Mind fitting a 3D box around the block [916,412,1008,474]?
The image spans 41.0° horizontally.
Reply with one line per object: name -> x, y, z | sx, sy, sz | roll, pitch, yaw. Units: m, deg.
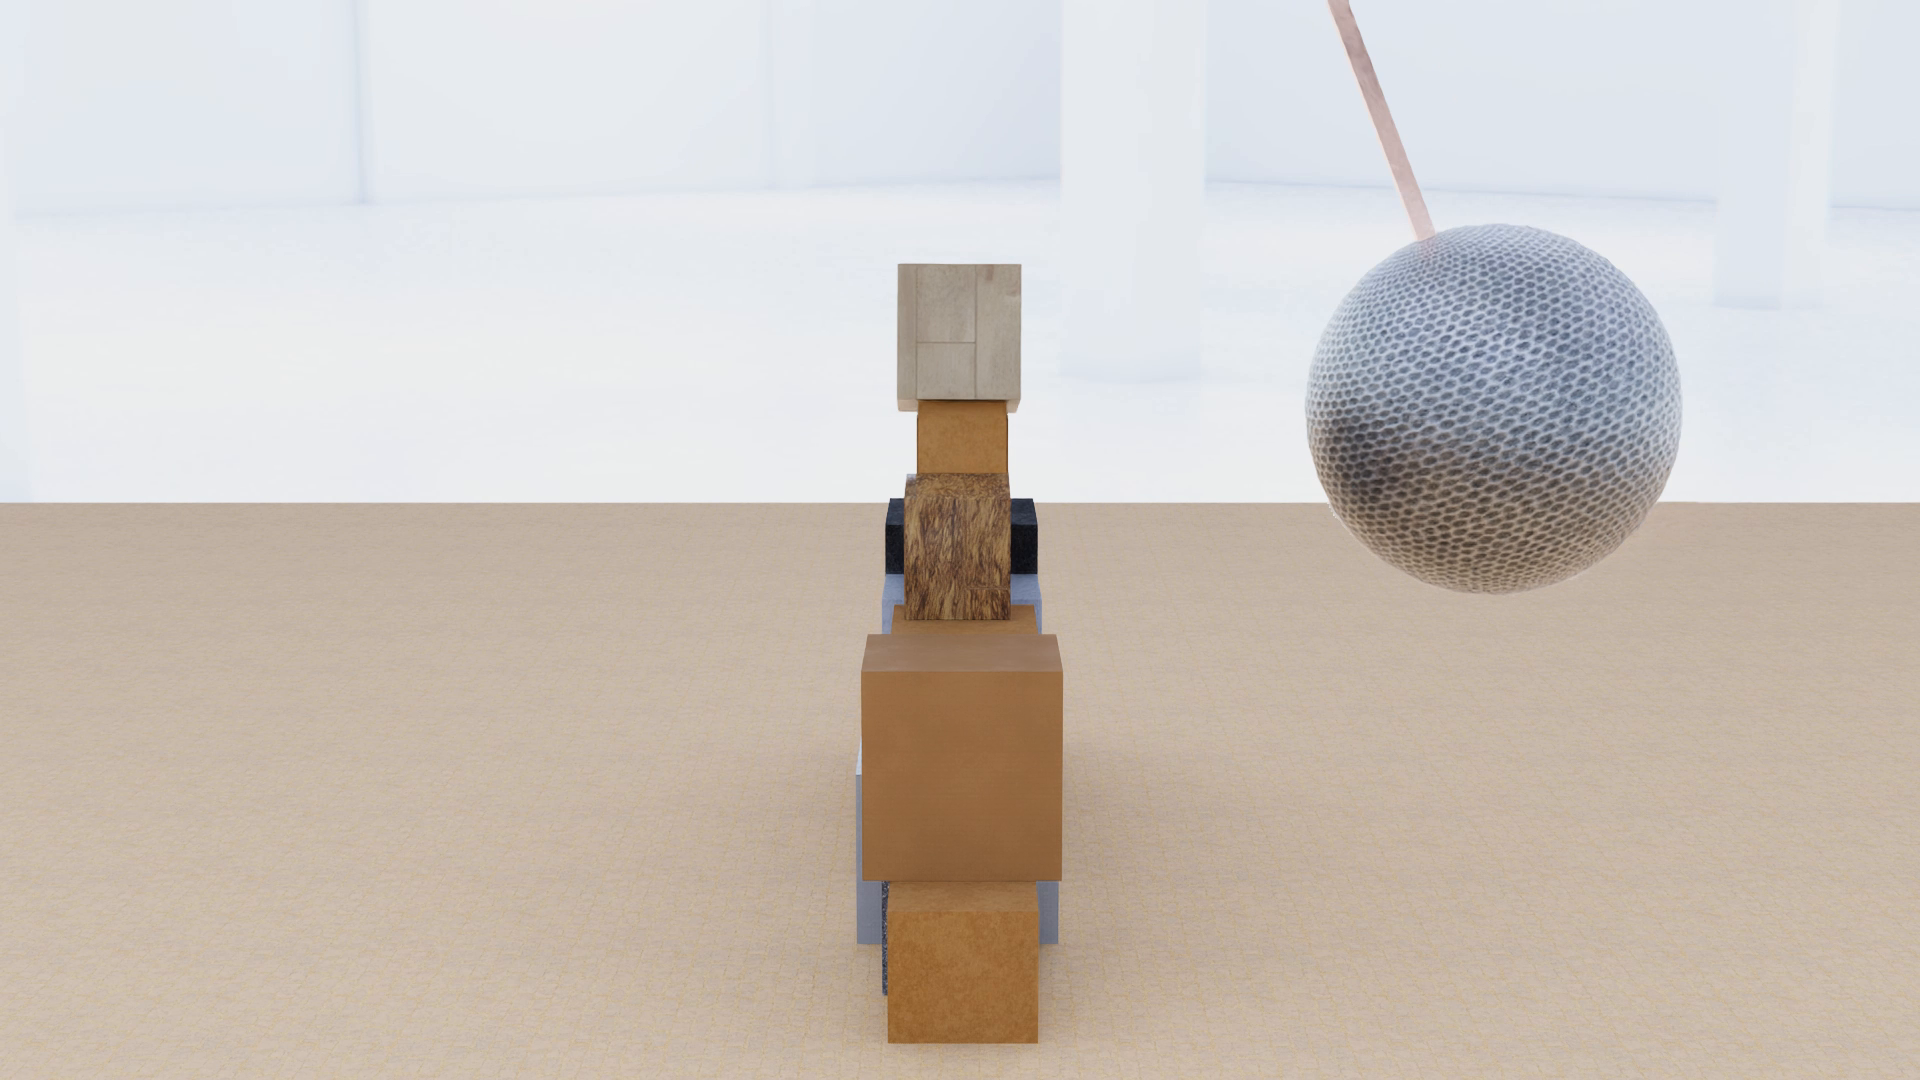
block -> 0.010, -0.325, 11.608 | 0.409, 0.485, 0.382 | 0, 10, 0

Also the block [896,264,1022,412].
block -> -0.008, -0.874, 11.209 | 0.529, 0.579, 0.588 | 0, -3, -1

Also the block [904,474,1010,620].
block -> -0.010, 0.023, 10.789 | 0.438, 0.511, 0.515 | 0, 13, 0

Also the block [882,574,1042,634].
block -> 0.008, 0.489, 11.298 | 0.683, 0.576, 0.666 | 0, 9, 0

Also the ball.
ball -> 2.295, -0.562, 11.078 | 1.600, 1.600, 1.600 | 0, 10, 0

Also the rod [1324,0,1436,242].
rod -> 0.994, -3.653, 10.516 | 0.080, 5.200, 0.080 | -22, 10, 4

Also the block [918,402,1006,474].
block -> 0.010, -0.430, 11.172 | 0.376, 0.309, 0.373 | 0, -3, 0

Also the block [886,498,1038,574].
block -> 0.007, 0.264, 12.001 | 0.688, 0.811, 0.780 | 0, 10, 0

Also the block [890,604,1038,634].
block -> 0.018, 0.612, 10.622 | 0.594, 0.563, 0.681 | 0, 10, 0

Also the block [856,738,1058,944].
block -> -0.009, 1.225, 10.824 | 0.824, 0.716, 0.818 | 0, 10, 0

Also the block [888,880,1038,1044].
block -> 0.011, 1.554, 9.605 | 0.551, 0.505, 0.489 | 0, 10, 0

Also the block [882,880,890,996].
block -> -0.015, 1.464, 10.144 | 0.569, 0.489, 0.586 | 0, 10, 0

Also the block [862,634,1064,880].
block -> 0.008, 0.830, 9.948 | 0.752, 0.806, 0.709 | 0, 9, 0
